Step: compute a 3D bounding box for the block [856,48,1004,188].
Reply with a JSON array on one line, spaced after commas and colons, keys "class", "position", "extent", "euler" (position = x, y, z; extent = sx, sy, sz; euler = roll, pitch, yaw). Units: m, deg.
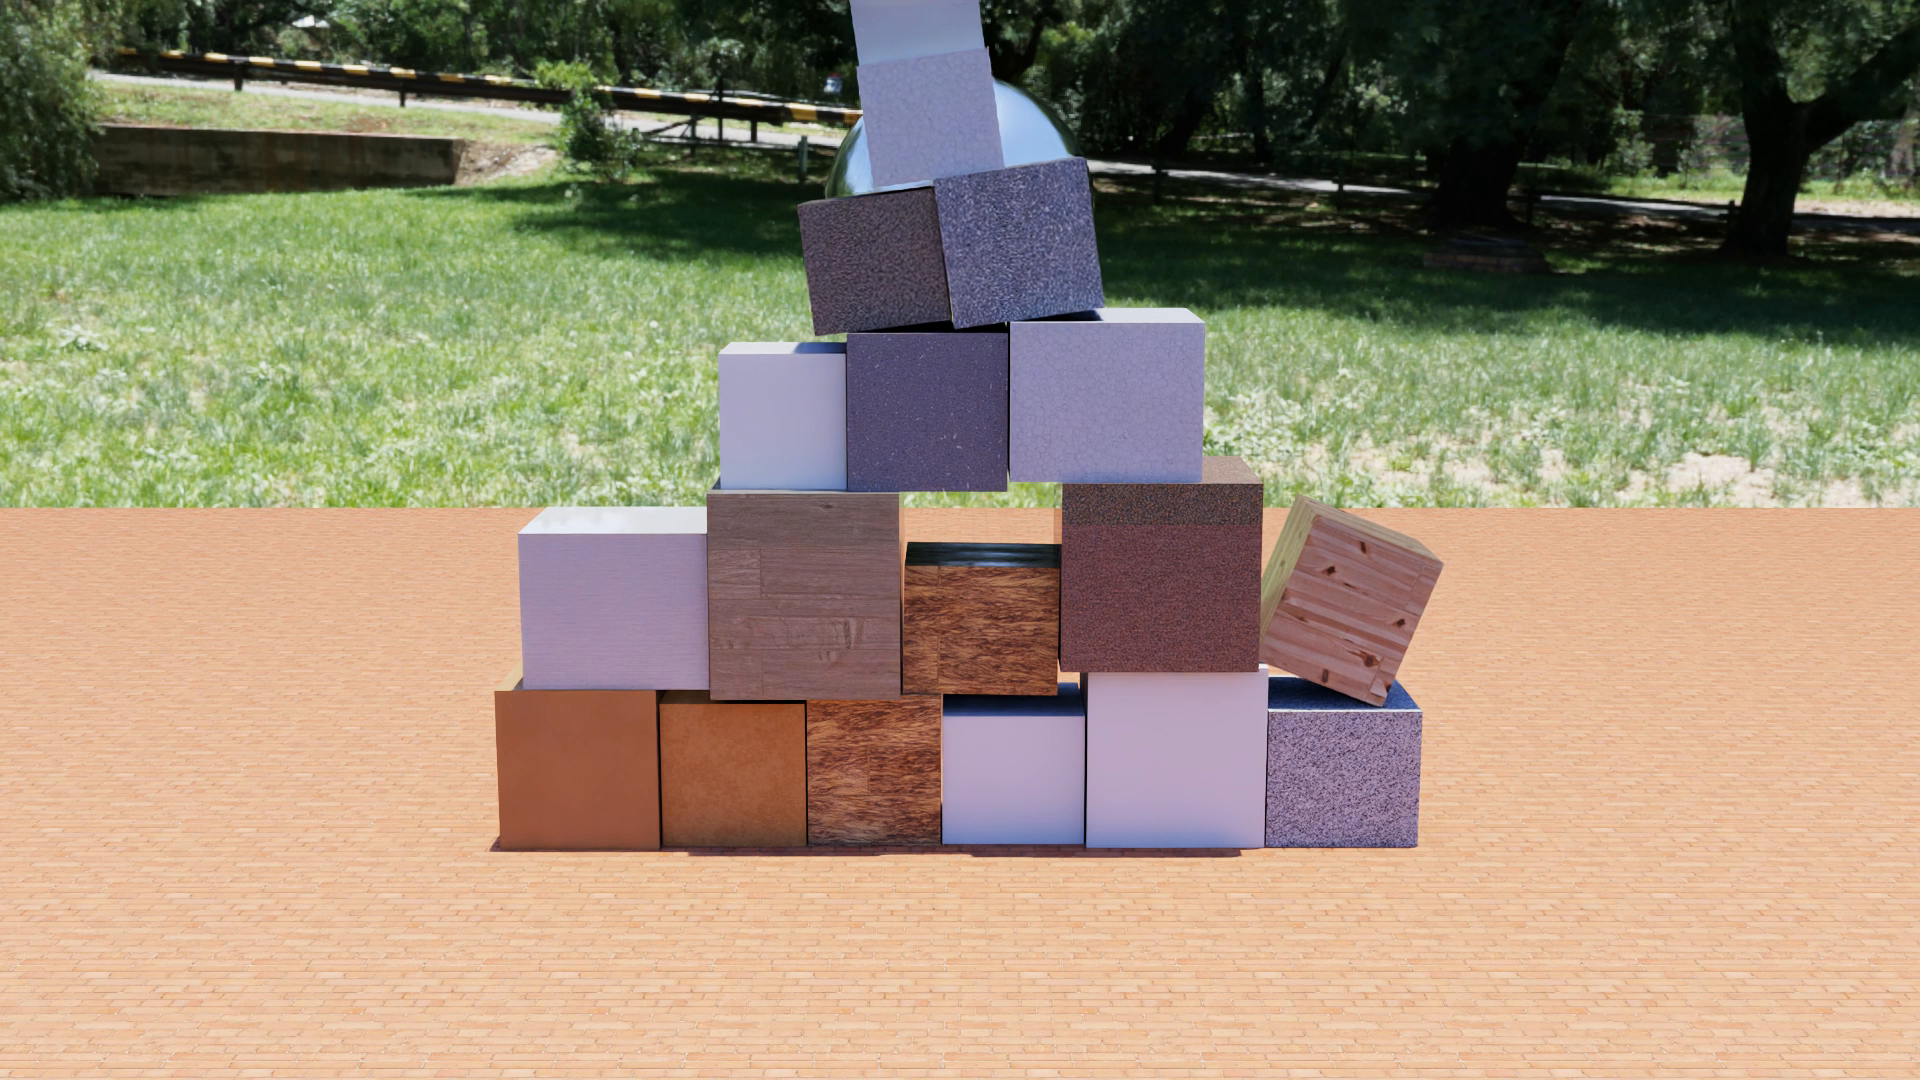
[{"class": "block", "position": [-0.140, -2.071, 10.805], "extent": [0.634, 0.575, 0.692], "euler": [-8, 10, 1]}]

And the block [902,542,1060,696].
[{"class": "block", "position": [0.105, 0.391, 11.238], "extent": [0.769, 0.647, 0.666], "euler": [1, 10, 0]}]

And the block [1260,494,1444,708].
[{"class": "block", "position": [1.937, 0.298, 11.249], "extent": [0.685, 0.791, 0.661], "euler": [21, 10, -3]}]

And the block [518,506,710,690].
[{"class": "block", "position": [-1.702, 0.283, 11.217], "extent": [0.924, 0.786, 0.792], "euler": [0, 10, 0]}]

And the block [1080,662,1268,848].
[{"class": "block", "position": [1.082, 1.022, 11.352], "extent": [0.893, 0.928, 0.772], "euler": [0, 10, 0]}]

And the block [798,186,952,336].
[{"class": "block", "position": [-0.412, -1.398, 10.937], "extent": [0.664, 0.632, 0.711], "euler": [-7, 10, 1]}]

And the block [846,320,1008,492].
[{"class": "block", "position": [-0.157, -0.686, 11.045], "extent": [0.777, 0.770, 0.804], "euler": [0, 10, 0]}]

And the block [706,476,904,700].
[{"class": "block", "position": [-0.762, 0.195, 11.231], "extent": [0.936, 1.029, 0.968], "euler": [0, 10, 0]}]

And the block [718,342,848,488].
[{"class": "block", "position": [-0.865, -0.633, 11.049], "extent": [0.619, 0.665, 0.616], "euler": [0, 10, 0]}]

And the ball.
[{"class": "ball", "position": [0.000, -1.933, 12.937], "extent": [1.600, 1.600, 1.600], "euler": [0, 10, 0]}]

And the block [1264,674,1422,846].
[{"class": "block", "position": [1.921, 1.131, 11.381], "extent": [0.765, 0.702, 0.762], "euler": [0, 10, 0]}]

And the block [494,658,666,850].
[{"class": "block", "position": [-1.905, 1.074, 11.360], "extent": [0.797, 0.822, 0.836], "euler": [0, 10, 0]}]

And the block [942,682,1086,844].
[{"class": "block", "position": [0.269, 1.146, 11.404], "extent": [0.714, 0.664, 0.707], "euler": [0, 10, 0]}]

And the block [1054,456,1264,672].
[{"class": "block", "position": [0.982, 0.104, 11.182], "extent": [0.974, 0.939, 0.944], "euler": [0, 10, 0]}]

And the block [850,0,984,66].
[{"class": "block", "position": [-0.222, -2.642, 10.713], "extent": [0.606, 0.593, 0.579], "euler": [-8, 10, 1]}]

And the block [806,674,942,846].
[{"class": "block", "position": [-0.431, 1.092, 11.366], "extent": [0.665, 0.785, 0.713], "euler": [0, 10, 0]}]

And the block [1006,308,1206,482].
[{"class": "block", "position": [0.708, -0.744, 11.059], "extent": [0.934, 0.774, 0.934], "euler": [0, 10, 0]}]

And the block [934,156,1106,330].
[{"class": "block", "position": [0.285, -1.484, 10.898], "extent": [0.732, 0.720, 0.738], "euler": [-8, 10, 1]}]

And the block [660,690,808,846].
[{"class": "block", "position": [-1.135, 1.113, 11.381], "extent": [0.723, 0.738, 0.750], "euler": [0, 10, 0]}]
